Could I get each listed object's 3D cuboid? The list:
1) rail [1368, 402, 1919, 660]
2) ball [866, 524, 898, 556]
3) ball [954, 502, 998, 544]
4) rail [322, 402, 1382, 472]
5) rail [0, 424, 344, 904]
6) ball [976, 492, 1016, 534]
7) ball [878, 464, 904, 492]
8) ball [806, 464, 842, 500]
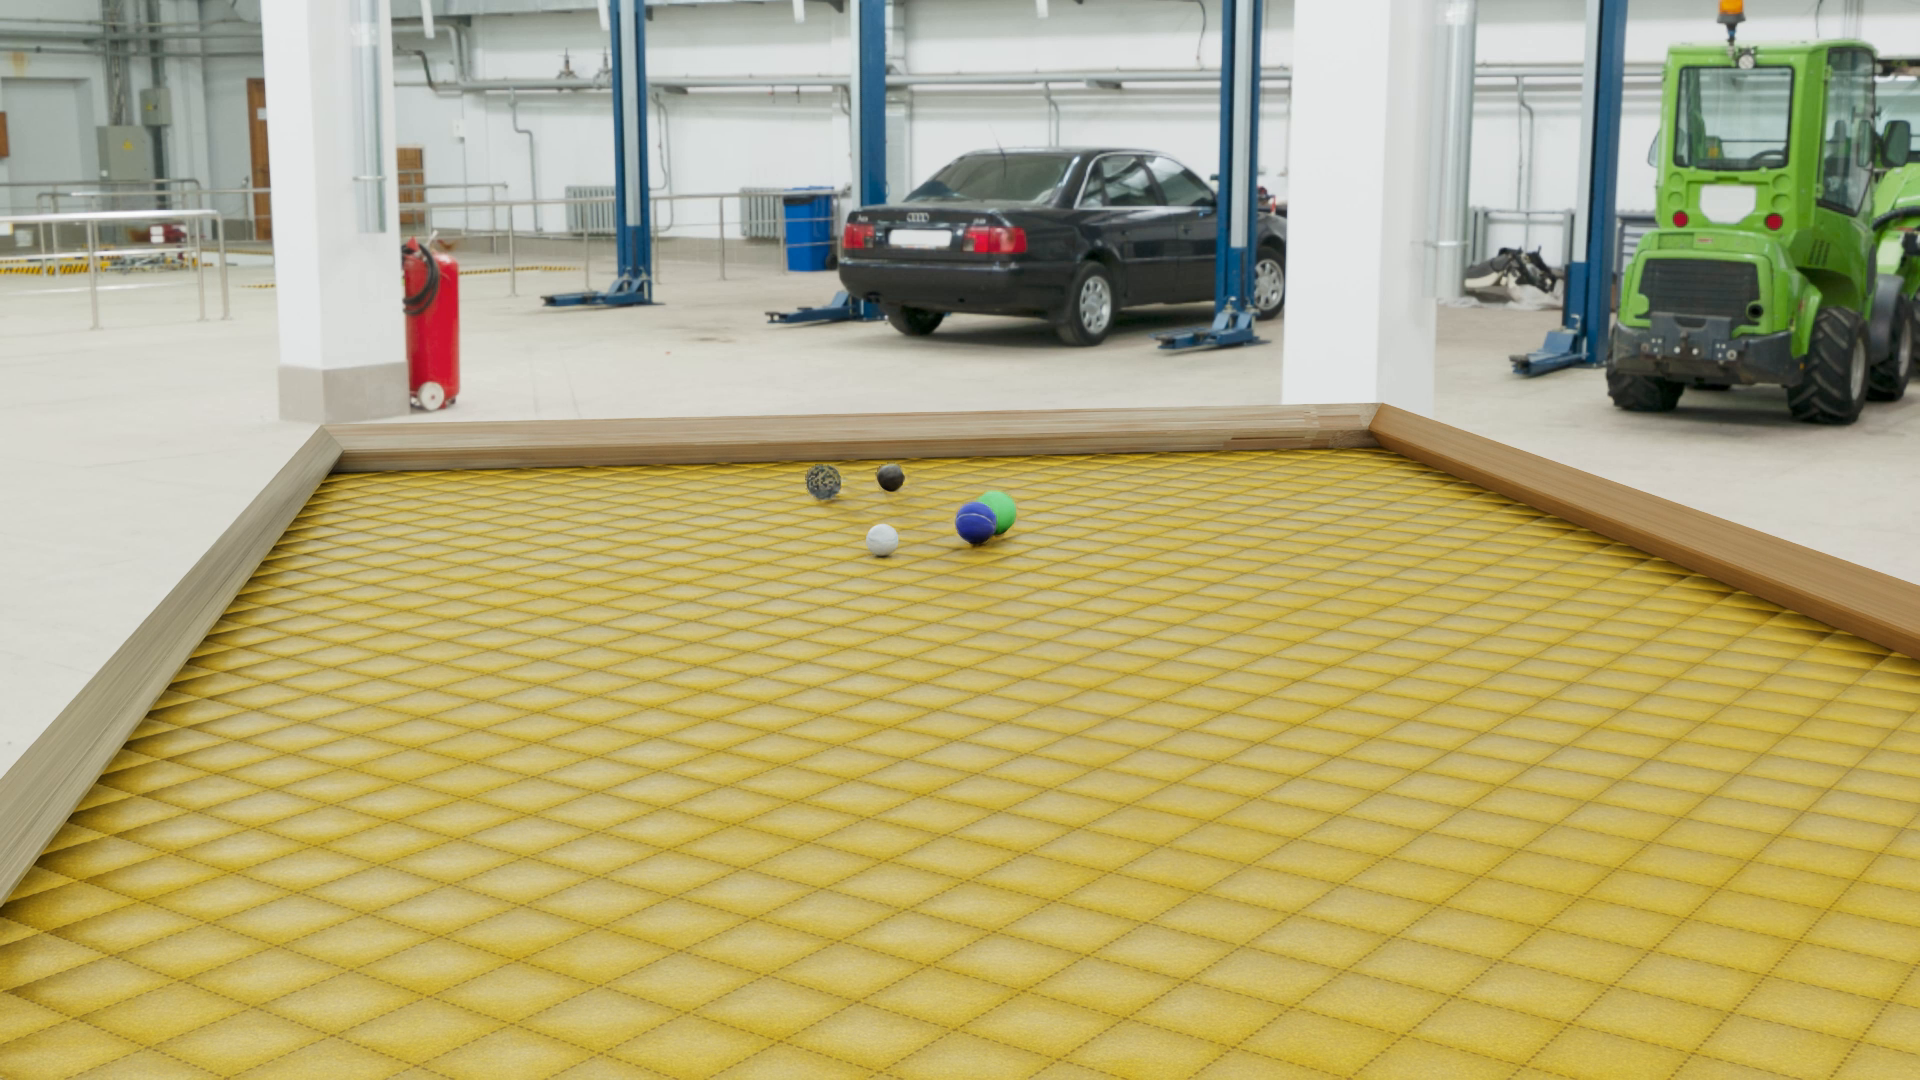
[{"bbox_3d":[1.176,0.140,2.454,0.045,0.089,4.150,-2,11,-9],"label":"rail"},{"bbox_3d":[-0.117,0.000,3.316,0.050,0.050,0.050,0,11,0],"label":"ball"},{"bbox_3d":[0.025,-0.026,3.415,0.065,0.065,0.065,0,11,0],"label":"ball"},{"bbox_3d":[-0.167,-0.199,4.278,2.087,0.089,0.045,-2,11,-9],"label":"rail"},{"bbox_3d":[-0.835,0.201,2.124,0.045,0.089,4.150,-2,11,-9],"label":"rail"},{"bbox_3d":[0.055,-0.043,3.495,0.069,0.069,0.069,0,11,0],"label":"ball"},{"bbox_3d":[-0.123,-0.111,3.919,0.048,0.048,0.048,0,11,0],"label":"ball"},{"bbox_3d":[-0.237,-0.100,3.826,0.061,0.061,0.061,0,11,0],"label":"ball"}]
